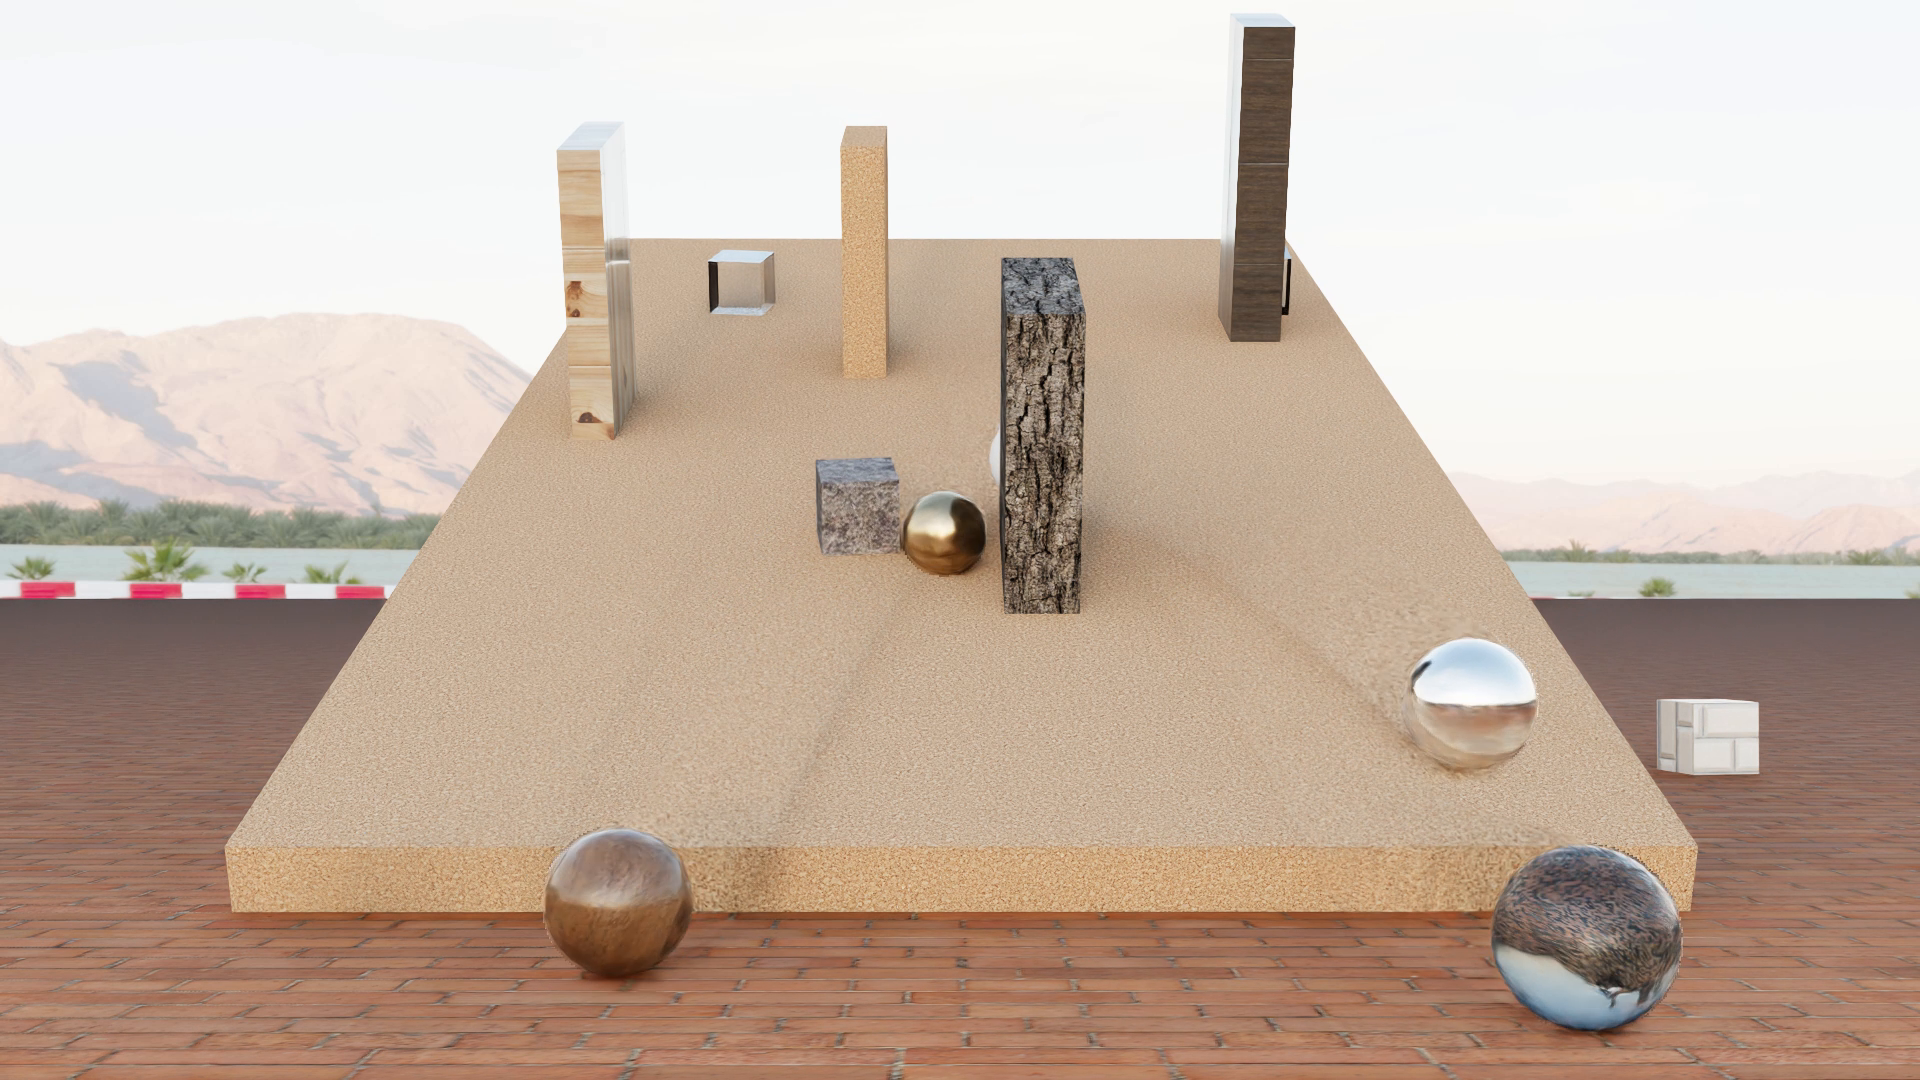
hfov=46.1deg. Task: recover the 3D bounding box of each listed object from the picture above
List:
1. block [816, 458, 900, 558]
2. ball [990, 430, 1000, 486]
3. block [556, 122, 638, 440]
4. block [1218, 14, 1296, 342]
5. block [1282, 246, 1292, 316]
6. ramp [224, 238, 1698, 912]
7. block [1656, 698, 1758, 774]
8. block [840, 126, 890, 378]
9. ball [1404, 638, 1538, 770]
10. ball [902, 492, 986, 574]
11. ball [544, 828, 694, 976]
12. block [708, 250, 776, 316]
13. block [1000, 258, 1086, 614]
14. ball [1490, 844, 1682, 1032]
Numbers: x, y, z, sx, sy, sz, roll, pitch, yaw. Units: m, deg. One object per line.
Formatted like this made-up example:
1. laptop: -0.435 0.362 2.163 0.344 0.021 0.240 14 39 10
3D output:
1. block: -0.191 -0.062 4.206 0.143 0.143 0.143 -3 20 -7
2. ball: 0.144 -0.158 4.337 0.174 0.174 0.174 0 -1 0
3. block: -0.787 -0.571 4.923 0.089 0.623 0.372 0 19 0
4. block: 0.740 -0.909 5.661 0.125 0.775 0.285 0 19 0
5. block: 0.790 -0.687 5.971 0.151 0.151 0.151 1 19 2
6. ramp: -0.005 -0.202 4.967 2.000 0.100 4.000 0 19 0
7. block: 1.828 0.480 5.522 0.172 0.172 0.172 0 -1 -12
8. block: -0.224 -0.690 5.381 0.100 0.545 0.306 0 19 0
9. ball: 0.742 0.238 3.286 0.190 0.190 0.190 0 -1 0
10. ball: -0.028 -0.013 4.054 0.150 0.150 0.150 0 -1 0
11. ball: -0.390 0.414 2.585 0.169 0.169 0.169 0 -1 0
12. block: -0.575 -0.680 5.962 0.140 0.140 0.140 4 20 10
13. block: 0.141 -0.194 4.002 0.130 0.528 0.435 0 19 0
14. ball: 0.628 0.399 2.269 0.185 0.185 0.185 0 -1 0
